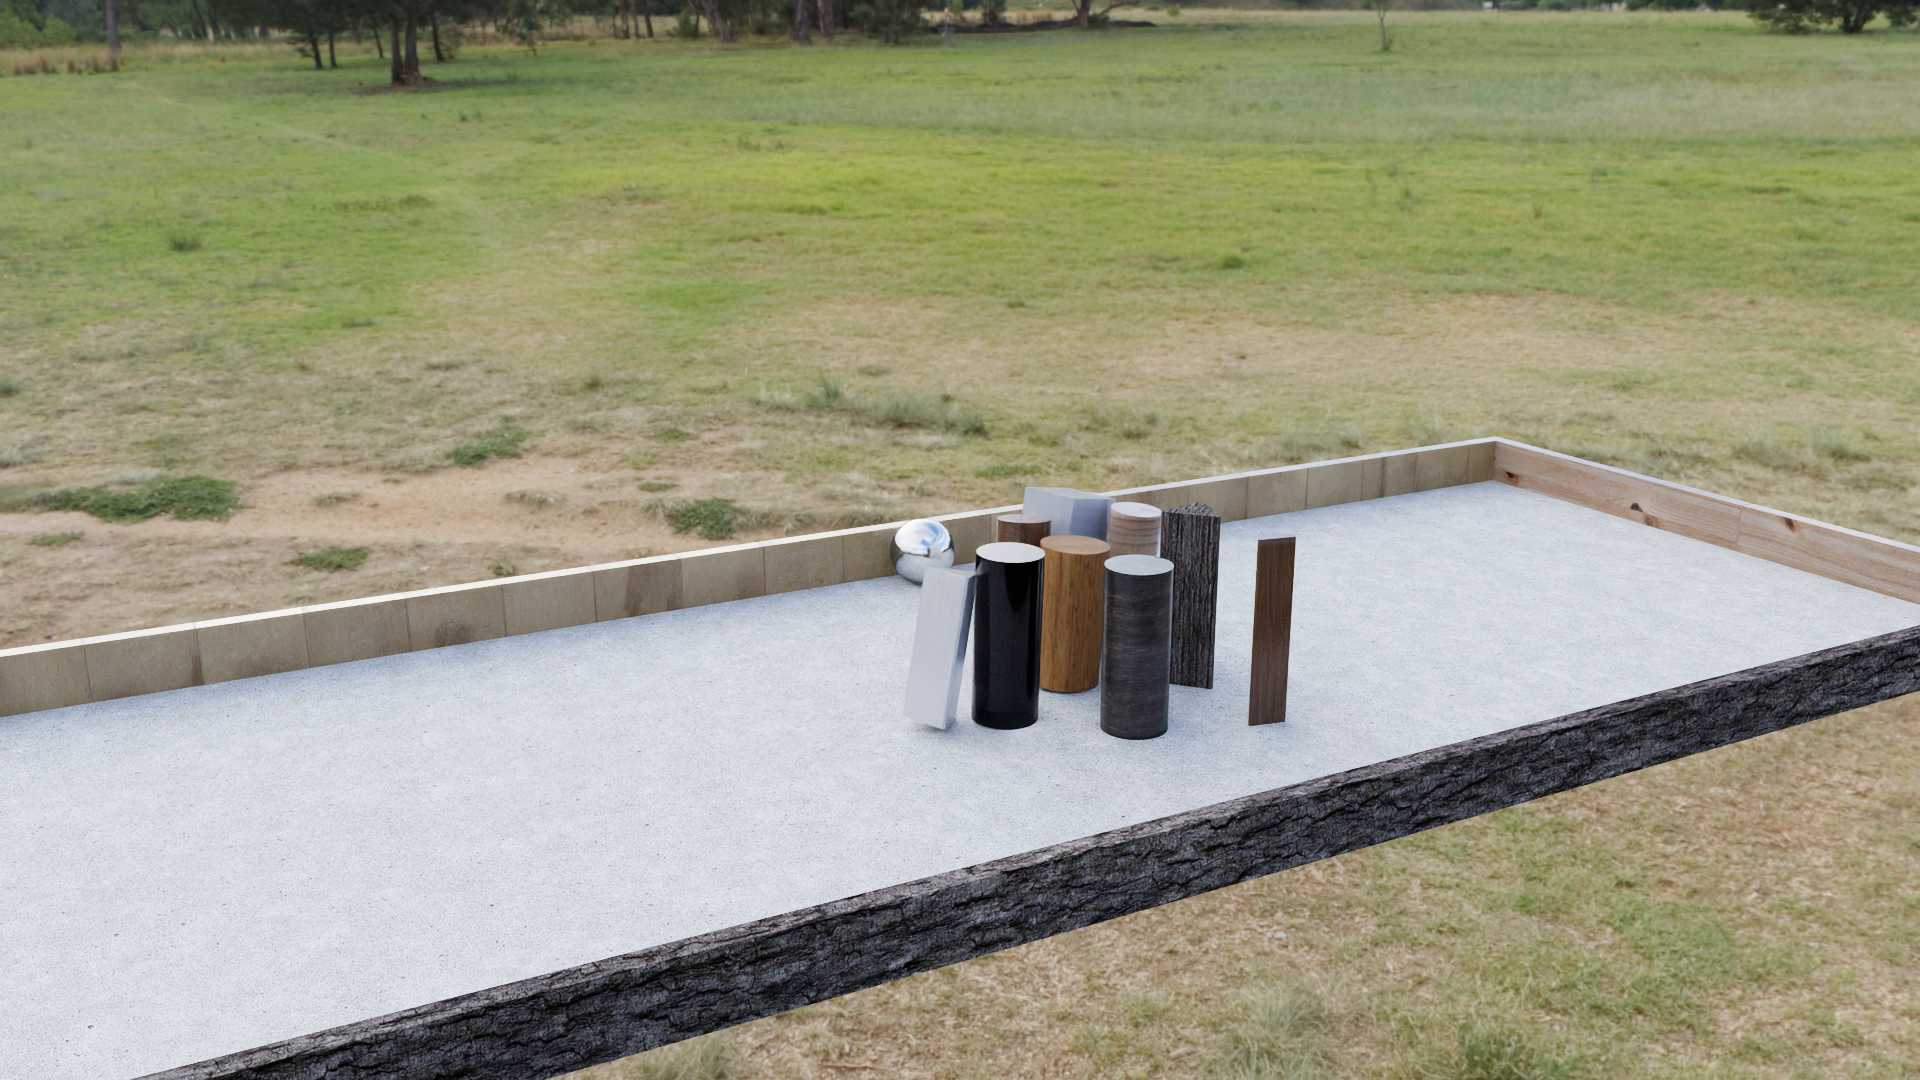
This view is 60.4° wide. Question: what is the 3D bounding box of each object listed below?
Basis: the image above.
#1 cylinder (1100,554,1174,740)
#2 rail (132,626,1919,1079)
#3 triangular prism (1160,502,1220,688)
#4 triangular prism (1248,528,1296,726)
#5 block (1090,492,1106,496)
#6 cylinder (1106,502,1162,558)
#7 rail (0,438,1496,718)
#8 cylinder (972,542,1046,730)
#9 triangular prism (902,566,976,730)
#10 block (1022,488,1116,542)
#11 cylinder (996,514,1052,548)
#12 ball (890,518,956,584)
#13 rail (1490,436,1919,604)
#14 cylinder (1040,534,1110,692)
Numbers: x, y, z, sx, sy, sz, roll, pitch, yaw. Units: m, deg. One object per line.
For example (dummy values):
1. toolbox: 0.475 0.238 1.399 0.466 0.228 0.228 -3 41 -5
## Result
1. cylinder: 0.407 0.247 3.810 0.158 0.398 0.158 0 16 0
2. rail: -2.336 1.006 1.665 12.000 0.150 0.050 -9 18 -27
3. triangular prism: 0.580 0.133 4.113 0.144 0.444 0.125 6 17 19
4. triangular prism: 0.711 0.203 3.857 0.096 0.455 0.083 -5 17 -17
5. block: 0.294 0.043 4.623 0.174 0.331 0.174 8 18 26
6. cylinder: 0.440 0.099 4.333 0.136 0.374 0.136 6 17 -2
7. rail: -3.305 0.497 3.399 12.000 0.150 0.050 -9 18 -27
8. cylinder: 0.111 0.224 3.862 0.160 0.408 0.160 1 17 0
9. triangular prism: -0.023 0.249 3.849 0.130 0.355 0.113 14 8 39
10. block: 0.267 0.067 4.387 0.171 0.391 0.171 16 12 43
11. cylinder: 0.160 0.129 4.230 0.139 0.373 0.139 1 10 0
12. ball: -0.111 0.032 4.902 0.195 0.195 0.195 0 16 0
13. rail: 2.466 -0.048 5.253 0.050 0.150 2.100 -9 18 -27
14. cylinder: 0.272 0.181 4.093 0.173 0.354 0.173 4 16 -1
